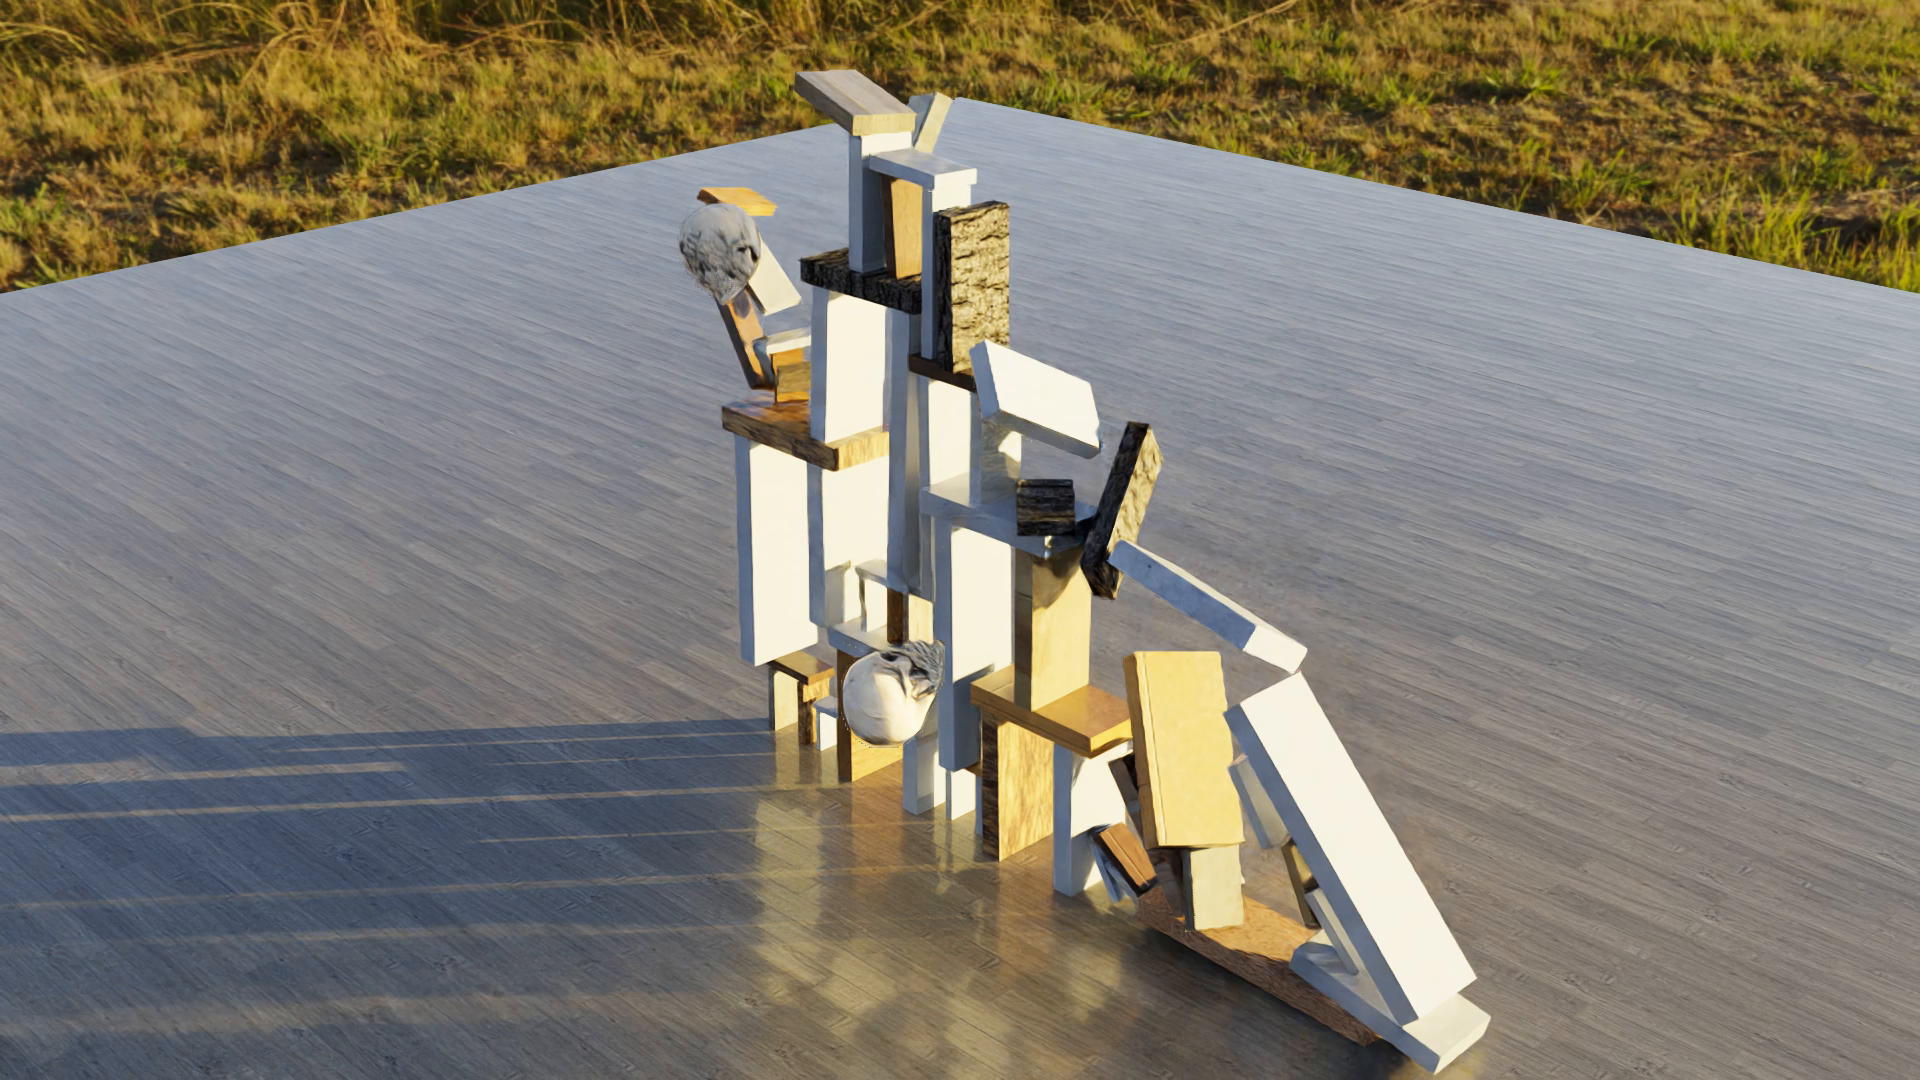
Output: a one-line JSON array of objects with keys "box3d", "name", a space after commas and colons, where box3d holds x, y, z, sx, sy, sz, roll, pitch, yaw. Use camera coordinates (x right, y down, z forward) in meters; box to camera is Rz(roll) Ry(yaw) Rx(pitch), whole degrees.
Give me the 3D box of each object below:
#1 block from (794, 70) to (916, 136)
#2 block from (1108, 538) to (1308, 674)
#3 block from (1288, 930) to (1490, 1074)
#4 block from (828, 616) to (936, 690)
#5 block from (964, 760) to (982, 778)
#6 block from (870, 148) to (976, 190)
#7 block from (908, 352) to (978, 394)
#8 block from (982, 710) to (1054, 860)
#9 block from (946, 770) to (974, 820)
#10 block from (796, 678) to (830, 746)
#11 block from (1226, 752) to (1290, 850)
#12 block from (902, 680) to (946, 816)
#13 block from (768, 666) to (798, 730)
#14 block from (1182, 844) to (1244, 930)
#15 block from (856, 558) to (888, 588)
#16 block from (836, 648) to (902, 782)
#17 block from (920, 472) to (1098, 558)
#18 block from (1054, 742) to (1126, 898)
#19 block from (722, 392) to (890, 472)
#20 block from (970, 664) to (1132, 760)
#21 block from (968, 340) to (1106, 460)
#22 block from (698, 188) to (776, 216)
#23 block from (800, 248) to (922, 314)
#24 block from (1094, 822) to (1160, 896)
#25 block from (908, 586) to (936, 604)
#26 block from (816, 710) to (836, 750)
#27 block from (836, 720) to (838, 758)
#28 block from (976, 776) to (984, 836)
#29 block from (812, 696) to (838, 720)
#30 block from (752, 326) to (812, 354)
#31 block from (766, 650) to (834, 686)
[{"box3d": [-0.201, -0.829, 4.156, 0.129, 0.037, 0.258, -9, 32, -28], "name": "block"}, {"box3d": [0.432, 0.114, 3.861, 0.345, 0.049, 0.172, 35, 7, 41], "name": "block"}, {"box3d": [0.733, 0.773, 3.761, 0.308, 0.044, 0.154, 34, 39, 32], "name": "block"}, {"box3d": [-0.116, 0.216, 4.449, 0.146, 0.041, 0.293, -21, 31, -40], "name": "block"}, {"box3d": [0.031, 0.437, 4.374, 0.065, 0.018, 0.130, -21, 31, -41], "name": "block"}, {"box3d": [-0.069, -0.680, 4.027, 0.097, 0.027, 0.194, -16, 29, -36], "name": "block"}, {"box3d": [0.017, -0.315, 4.065, 0.107, 0.030, 0.213, -21, 30, -40], "name": "block"}, {"box3d": [0.114, 0.453, 4.291, 0.156, 0.312, 0.044, -21, 30, -41], "name": "block"}, {"box3d": [0.000, 0.493, 4.432, 0.065, 0.130, 0.018, -21, 31, -40], "name": "block"}, {"box3d": [-0.314, 0.362, 4.722, 0.072, 0.145, 0.021, -21, 31, -41], "name": "block"}, {"box3d": [0.516, 0.440, 3.764, 0.022, 0.158, 0.079, -17, 11, 46], "name": "block"}, {"box3d": [-0.049, 0.397, 4.451, 0.146, 0.292, 0.041, -21, 31, -41], "name": "block"}, {"box3d": [-0.382, 0.335, 4.785, 0.072, 0.145, 0.021, -21, 31, -41], "name": "block"}, {"box3d": [0.450, 0.588, 3.940, 0.103, 0.207, 0.029, -2, -3, -27], "name": "block"}, {"box3d": [-0.148, 0.068, 4.412, 0.060, 0.017, 0.121, -21, 31, -40], "name": "block"}, {"box3d": [-0.186, 0.342, 4.579, 0.146, 0.293, 0.041, -21, 31, -40], "name": "block"}, {"box3d": [0.095, -0.053, 4.093, 0.320, 0.045, 0.160, 21, 31, 40], "name": "block"}, {"box3d": [0.247, 0.505, 4.170, 0.044, 0.312, 0.156, 19, 30, 41], "name": "block"}, {"box3d": [-0.307, -0.227, 4.478, 0.175, 0.050, 0.350, -20, 30, -40], "name": "block"}, {"box3d": [0.185, 0.316, 4.158, 0.156, 0.044, 0.312, -21, 31, -40], "name": "block"}, {"box3d": [0.140, -0.250, 3.953, 0.041, 0.144, 0.288, -31, -32, 34], "name": "block"}, {"box3d": [-0.484, -0.735, 4.780, 0.086, 0.024, 0.172, 34, 23, 21], "name": "block"}, {"box3d": [-0.141, -0.498, 4.186, 0.314, 0.044, 0.157, 21, 30, 40], "name": "block"}, {"box3d": [0.319, 0.598, 4.126, 0.067, 0.019, 0.135, -21, 66, -41], "name": "block"}, {"box3d": [-0.053, 0.098, 4.325, 0.063, 0.018, 0.127, -21, 30, -40], "name": "block"}, {"box3d": [-0.285, 0.398, 4.701, 0.013, 0.094, 0.047, 21, 31, 41], "name": "block"}, {"box3d": [-0.240, 0.416, 4.660, 0.013, 0.095, 0.047, 21, 31, 41], "name": "block"}, {"box3d": [0.061, 0.518, 4.375, 0.065, 0.130, 0.018, -21, 31, -40], "name": "block"}, {"box3d": [-0.263, 0.358, 4.659, 0.095, 0.013, 0.047, 21, 31, 41], "name": "block"}, {"box3d": [-0.350, -0.407, 4.481, 0.130, 0.018, 0.065, -16, 25, -27], "name": "block"}, {"box3d": [-0.344, 0.270, 4.726, 0.072, 0.021, 0.145, -19, 30, -39], "name": "block"}]
